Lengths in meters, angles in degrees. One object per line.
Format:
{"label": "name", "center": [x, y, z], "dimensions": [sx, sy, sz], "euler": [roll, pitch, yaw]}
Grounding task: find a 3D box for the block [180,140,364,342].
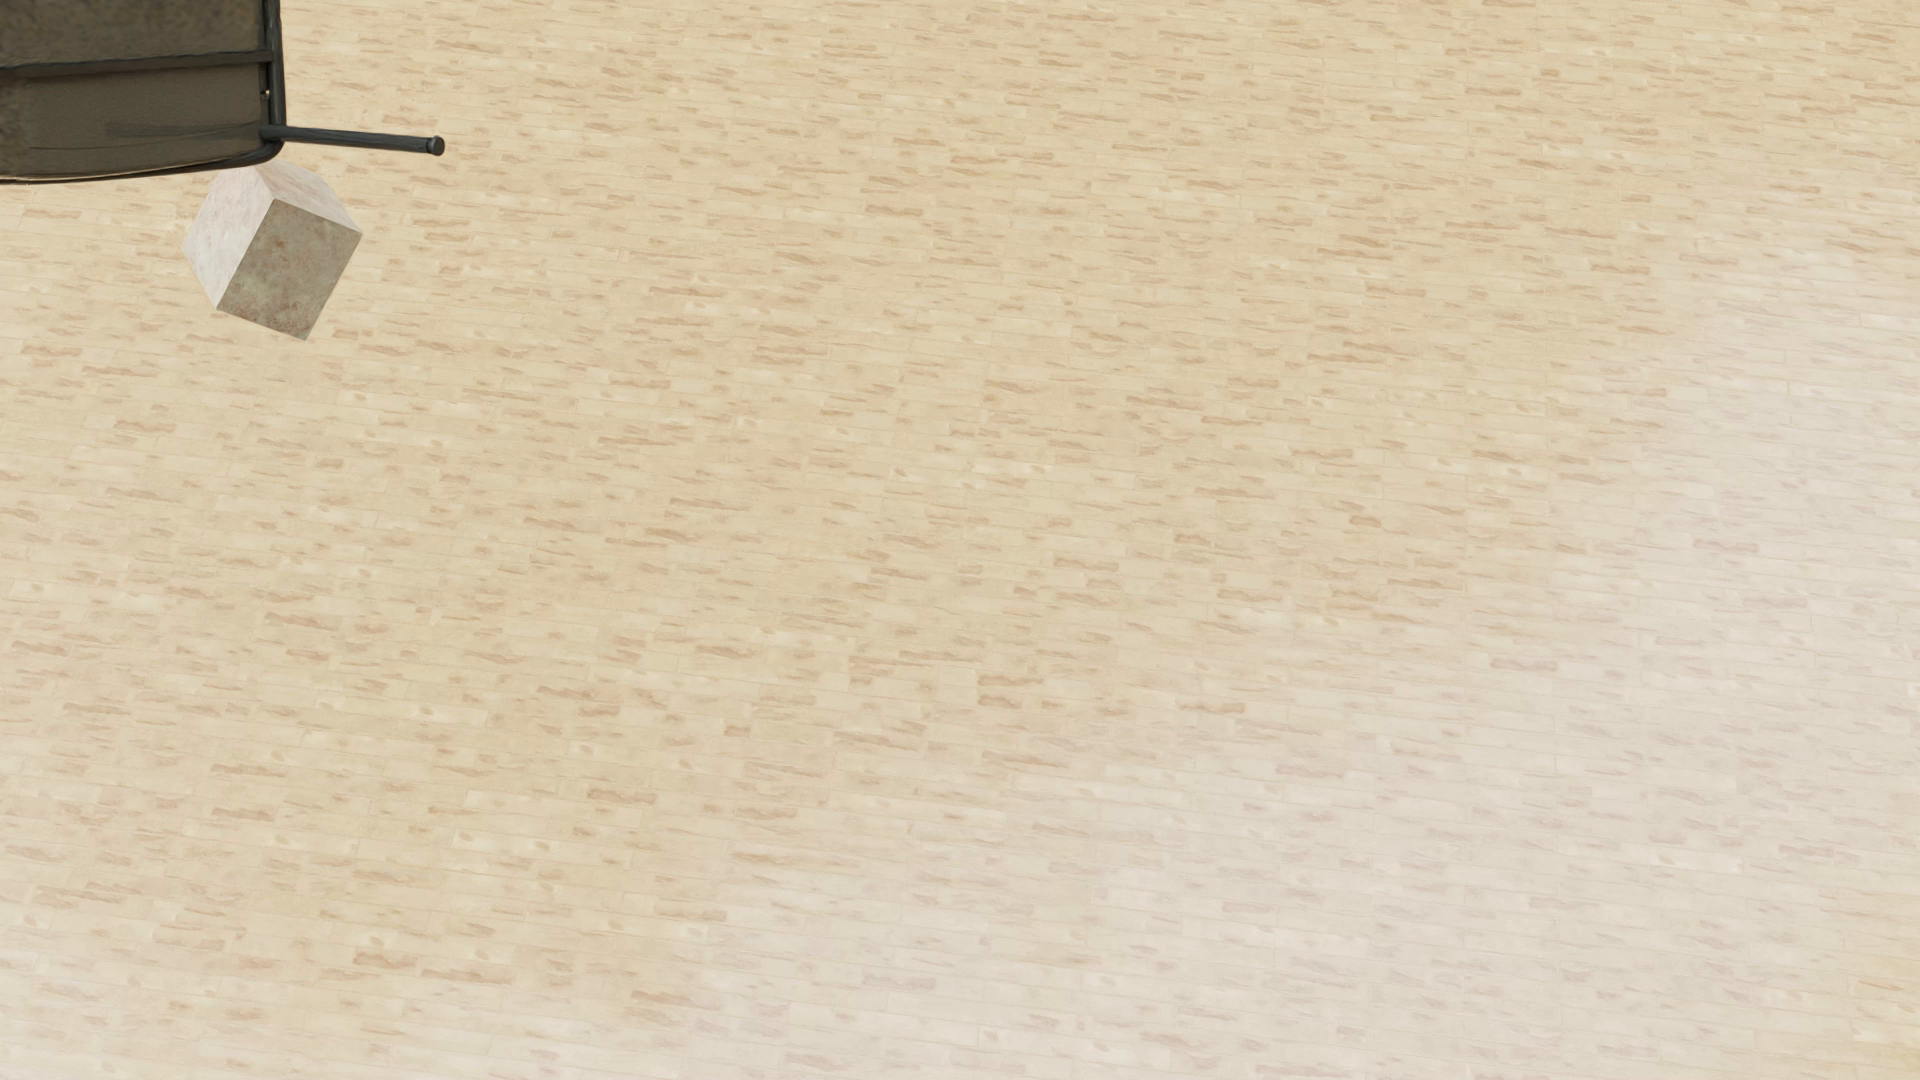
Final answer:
{"label": "block", "center": [-1.128, -0.490, 3.601], "dimensions": [0.206, 0.159, 0.238], "euler": [-58, 43, 13]}
